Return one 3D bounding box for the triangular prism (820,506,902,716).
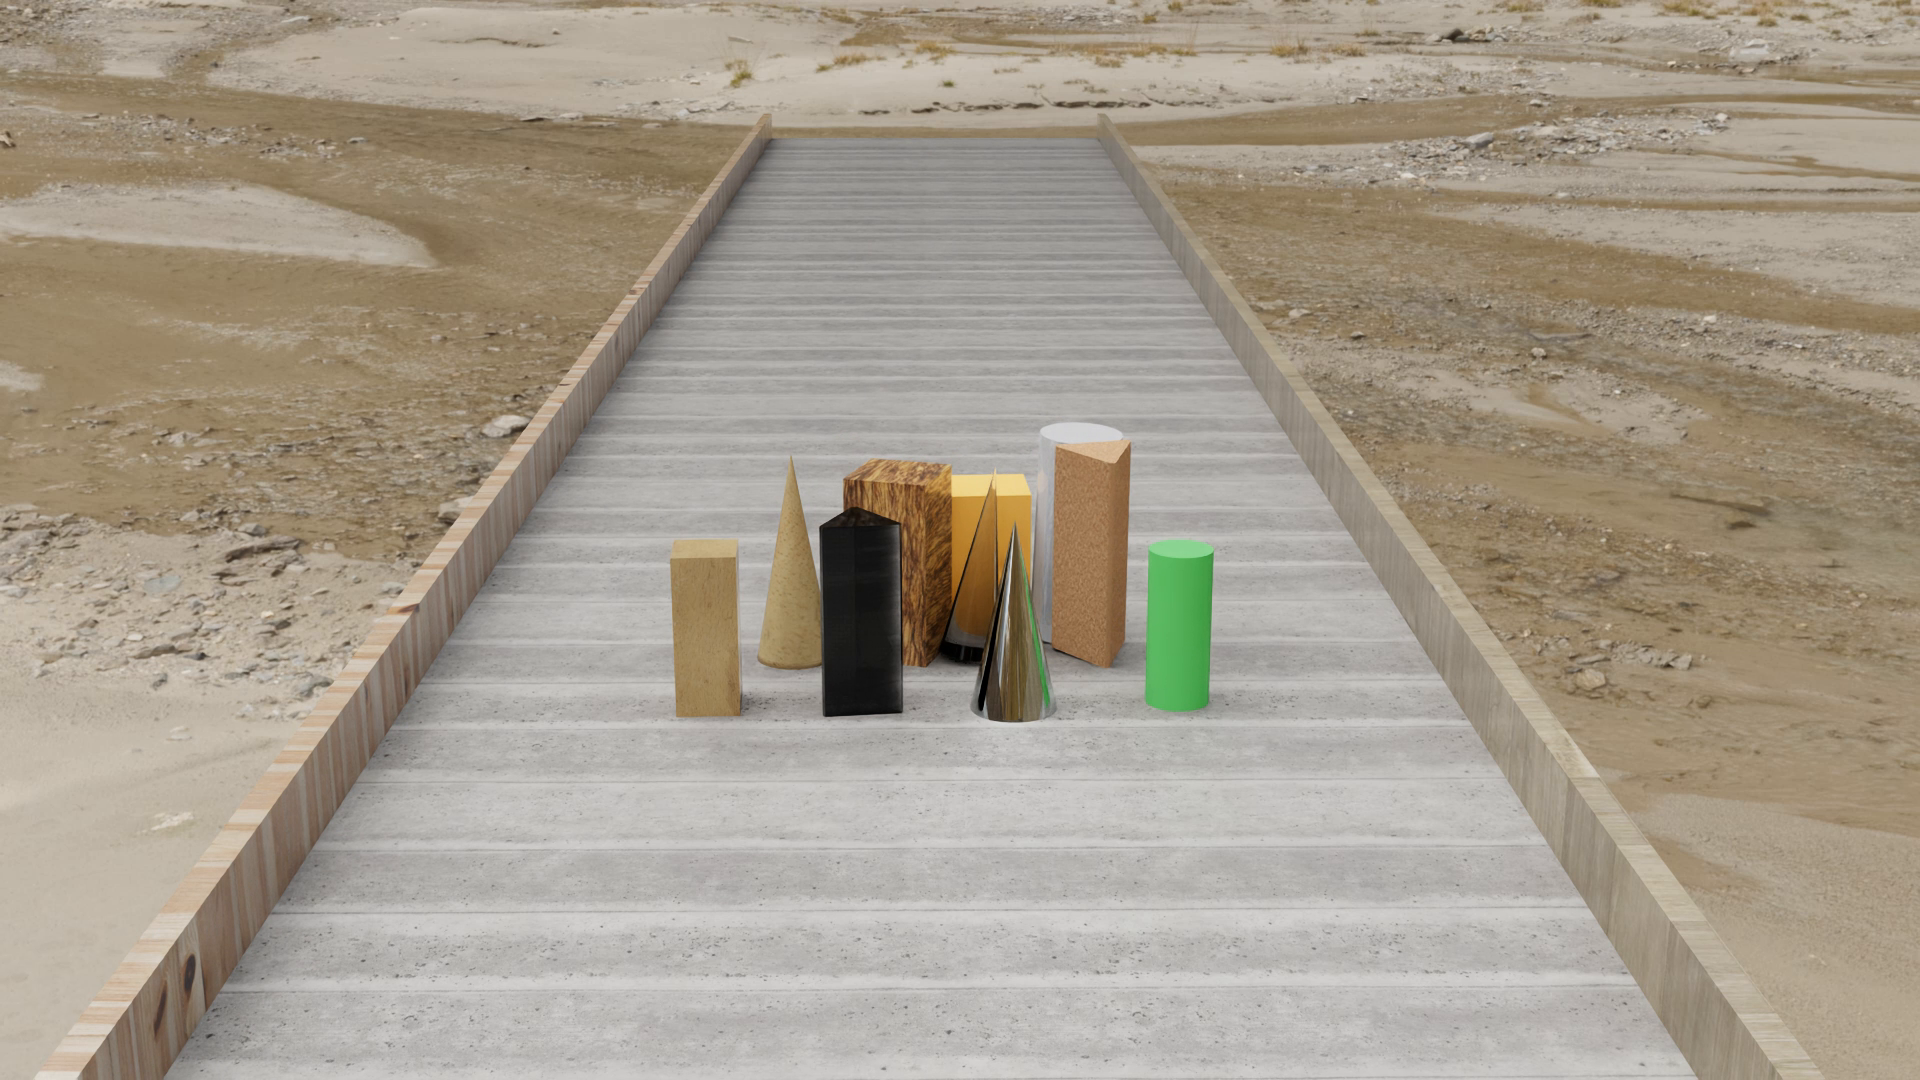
[{"bbox_3d":[-0.190,0.132,4.135,0.149,0.369,0.129,-2,17,-8],"label":"triangular prism"}]

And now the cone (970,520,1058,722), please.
[{"bbox_3d":[0.102,0.139,4.111,0.166,0.370,0.166,0,17,0],"label":"cone"}]

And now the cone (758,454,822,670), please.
[{"bbox_3d":[-0.332,0.032,4.375,0.154,0.424,0.154,0,17,0],"label":"cone"}]

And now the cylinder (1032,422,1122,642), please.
[{"bbox_3d":[0.237,-0.013,4.507,0.168,0.427,0.168,2,18,-1],"label":"cylinder"}]

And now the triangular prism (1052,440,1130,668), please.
[{"bbox_3d":[0.288,0.019,4.393,0.133,0.428,0.154,-18,27,-41],"label":"triangular prism"}]

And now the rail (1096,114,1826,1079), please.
[{"bbox_3d":[0.932,-0.844,7.801,0.050,0.150,12.000,0,17,-1],"label":"rail"}]

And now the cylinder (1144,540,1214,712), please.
[{"bbox_3d":[0.414,0.161,4.156,0.121,0.302,0.121,0,17,0],"label":"cylinder"}]

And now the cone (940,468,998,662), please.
[{"bbox_3d":[0.045,0.040,4.390,0.124,0.386,0.124,7,12,-2],"label":"cone"}]

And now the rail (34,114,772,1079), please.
[{"bbox_3d":[-1.118,-0.838,7.780,0.050,0.150,12.000,0,17,-1],"label":"rail"}]

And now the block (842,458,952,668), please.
[{"bbox_3d":[-0.123,0.044,4.423,0.170,0.375,0.170,5,17,17],"label":"block"}]

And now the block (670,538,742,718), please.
[{"bbox_3d":[-0.474,0.165,4.128,0.119,0.311,0.119,-1,17,-3],"label":"block"}]

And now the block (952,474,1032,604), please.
[{"bbox_3d":[0.055,0.032,4.585,0.168,0.304,0.168,-1,17,-4],"label":"block"}]
